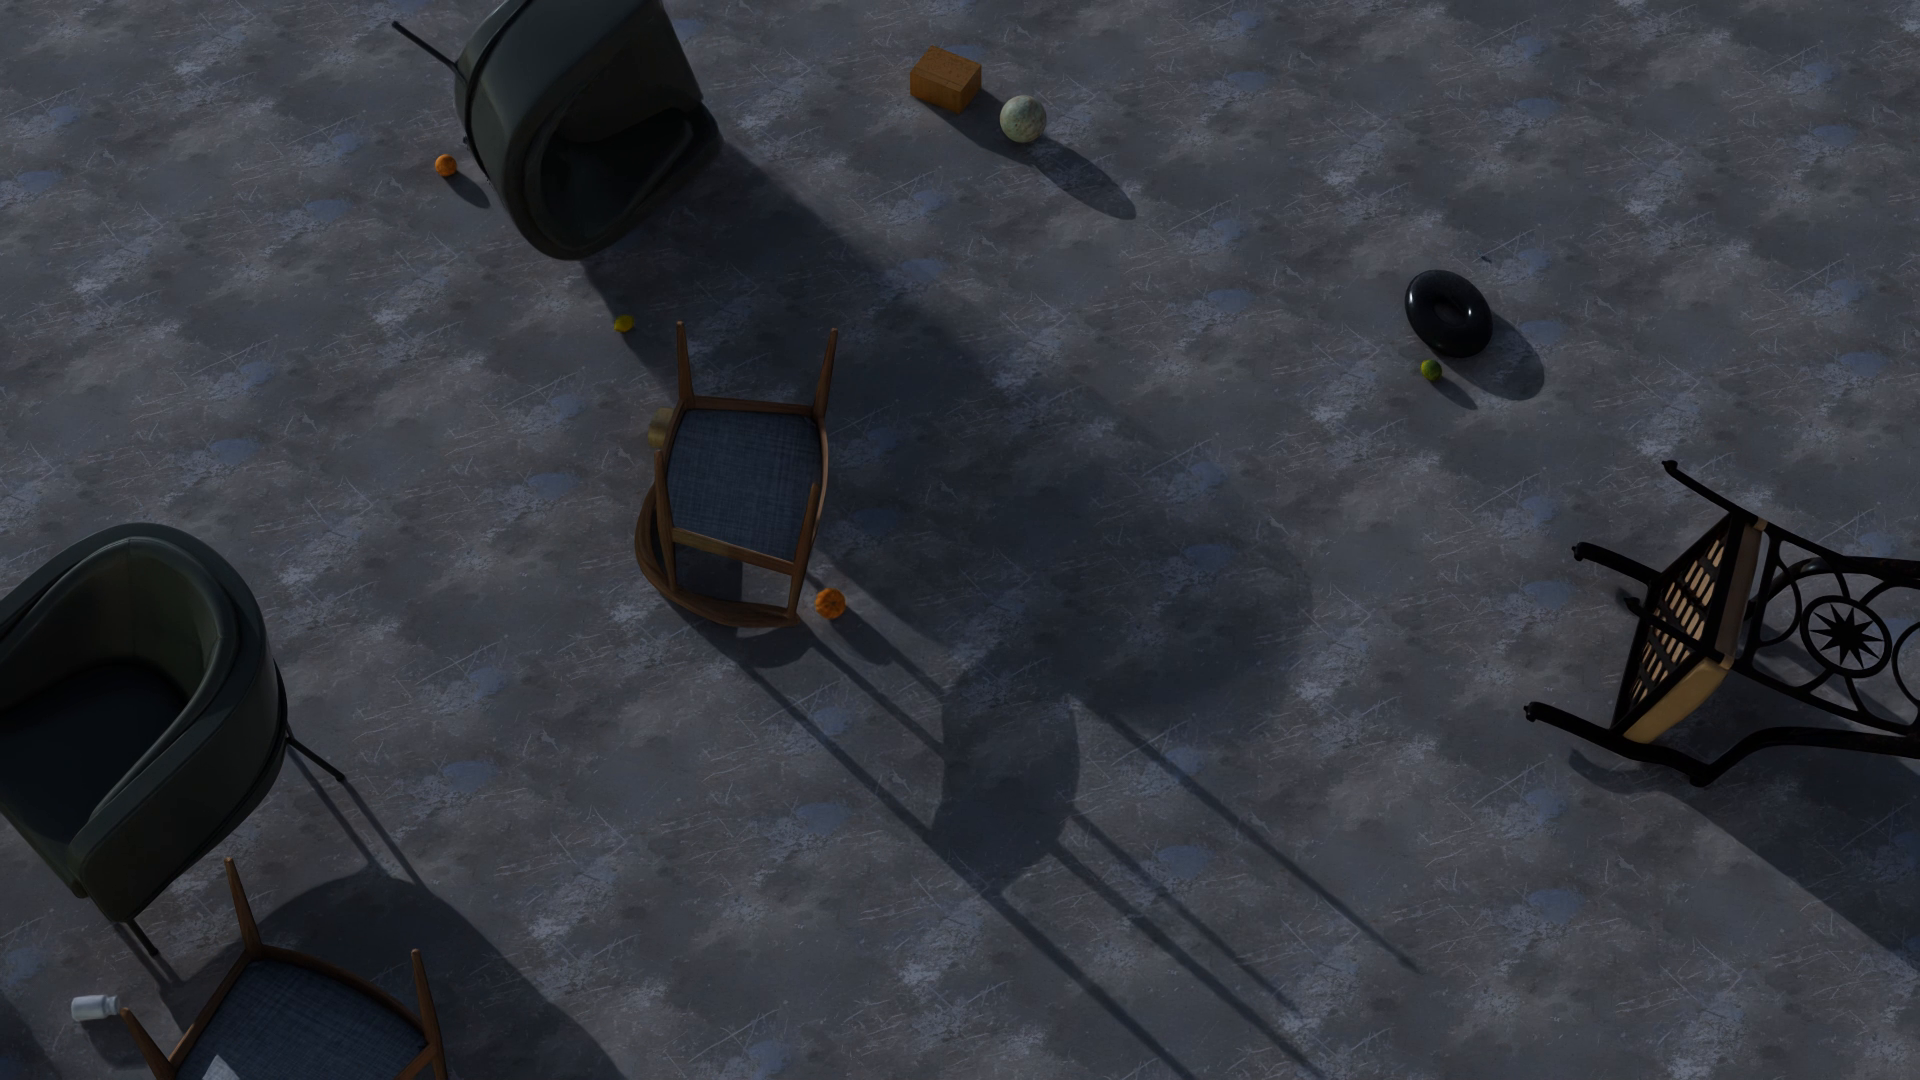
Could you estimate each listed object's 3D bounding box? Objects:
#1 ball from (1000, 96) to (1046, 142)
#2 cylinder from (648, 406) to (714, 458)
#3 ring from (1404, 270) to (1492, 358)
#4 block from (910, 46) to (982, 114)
[{"bbox_3d":[0.214,-1.423,7.434,0.159,0.159,0.159,0,56,0],"label":"ball"},{"bbox_3d":[-0.850,-0.330,6.702,0.148,0.128,0.180,12,13,8],"label":"cylinder"},{"bbox_3d":[1.557,-0.723,7.009,0.264,0.084,0.350,-14,58,-10],"label":"ring"},{"bbox_3d":[-0.049,-1.586,7.574,0.196,0.106,0.151,25,60,16],"label":"block"}]
